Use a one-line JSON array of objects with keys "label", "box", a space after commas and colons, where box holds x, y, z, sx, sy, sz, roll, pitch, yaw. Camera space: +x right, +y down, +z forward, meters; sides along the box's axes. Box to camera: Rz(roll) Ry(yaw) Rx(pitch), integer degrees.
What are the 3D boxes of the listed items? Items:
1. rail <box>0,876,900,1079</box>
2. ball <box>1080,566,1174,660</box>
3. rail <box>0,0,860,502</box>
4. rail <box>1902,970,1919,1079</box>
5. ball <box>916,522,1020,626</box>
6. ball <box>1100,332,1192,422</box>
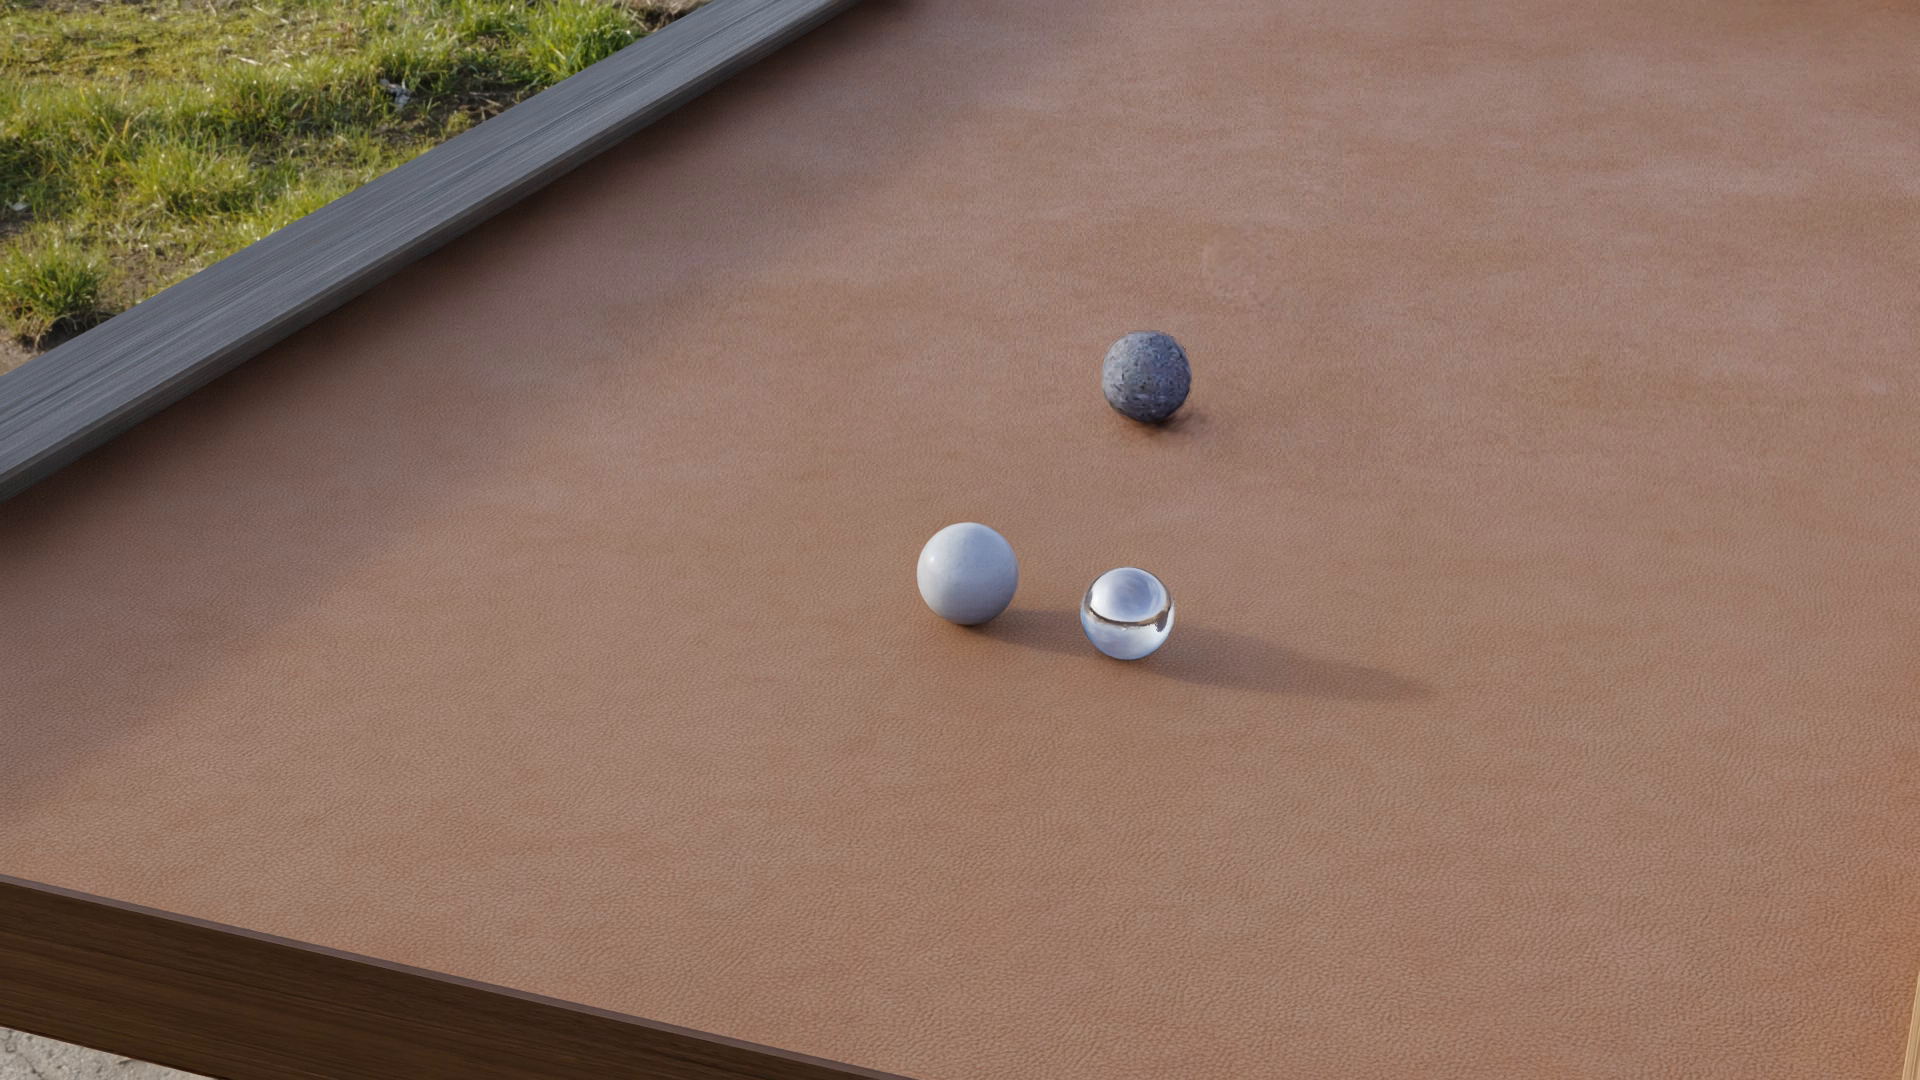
[{"label": "rail", "box": [-0.230, 0.232, 1.391, 1.359, 0.088, 0.045, 9, 26, 19]}, {"label": "ball", "box": [0.105, 0.046, 1.842, 0.059, 0.059, 0.059, 0, 24, 0]}, {"label": "rail", "box": [-0.373, -0.363, 2.713, 0.045, 0.088, 2.650, 9, 26, 19]}, {"label": "rail", "box": [0.850, -0.169, 2.282, 0.045, 0.088, 2.650, 9, 26, 19]}, {"label": "ball", "box": [0.005, 0.022, 1.887, 0.066, 0.066, 0.066, 0, 24, 0]}, {"label": "ball", "box": [0.139, -0.122, 2.204, 0.068, 0.068, 0.068, 0, 24, 0]}]
